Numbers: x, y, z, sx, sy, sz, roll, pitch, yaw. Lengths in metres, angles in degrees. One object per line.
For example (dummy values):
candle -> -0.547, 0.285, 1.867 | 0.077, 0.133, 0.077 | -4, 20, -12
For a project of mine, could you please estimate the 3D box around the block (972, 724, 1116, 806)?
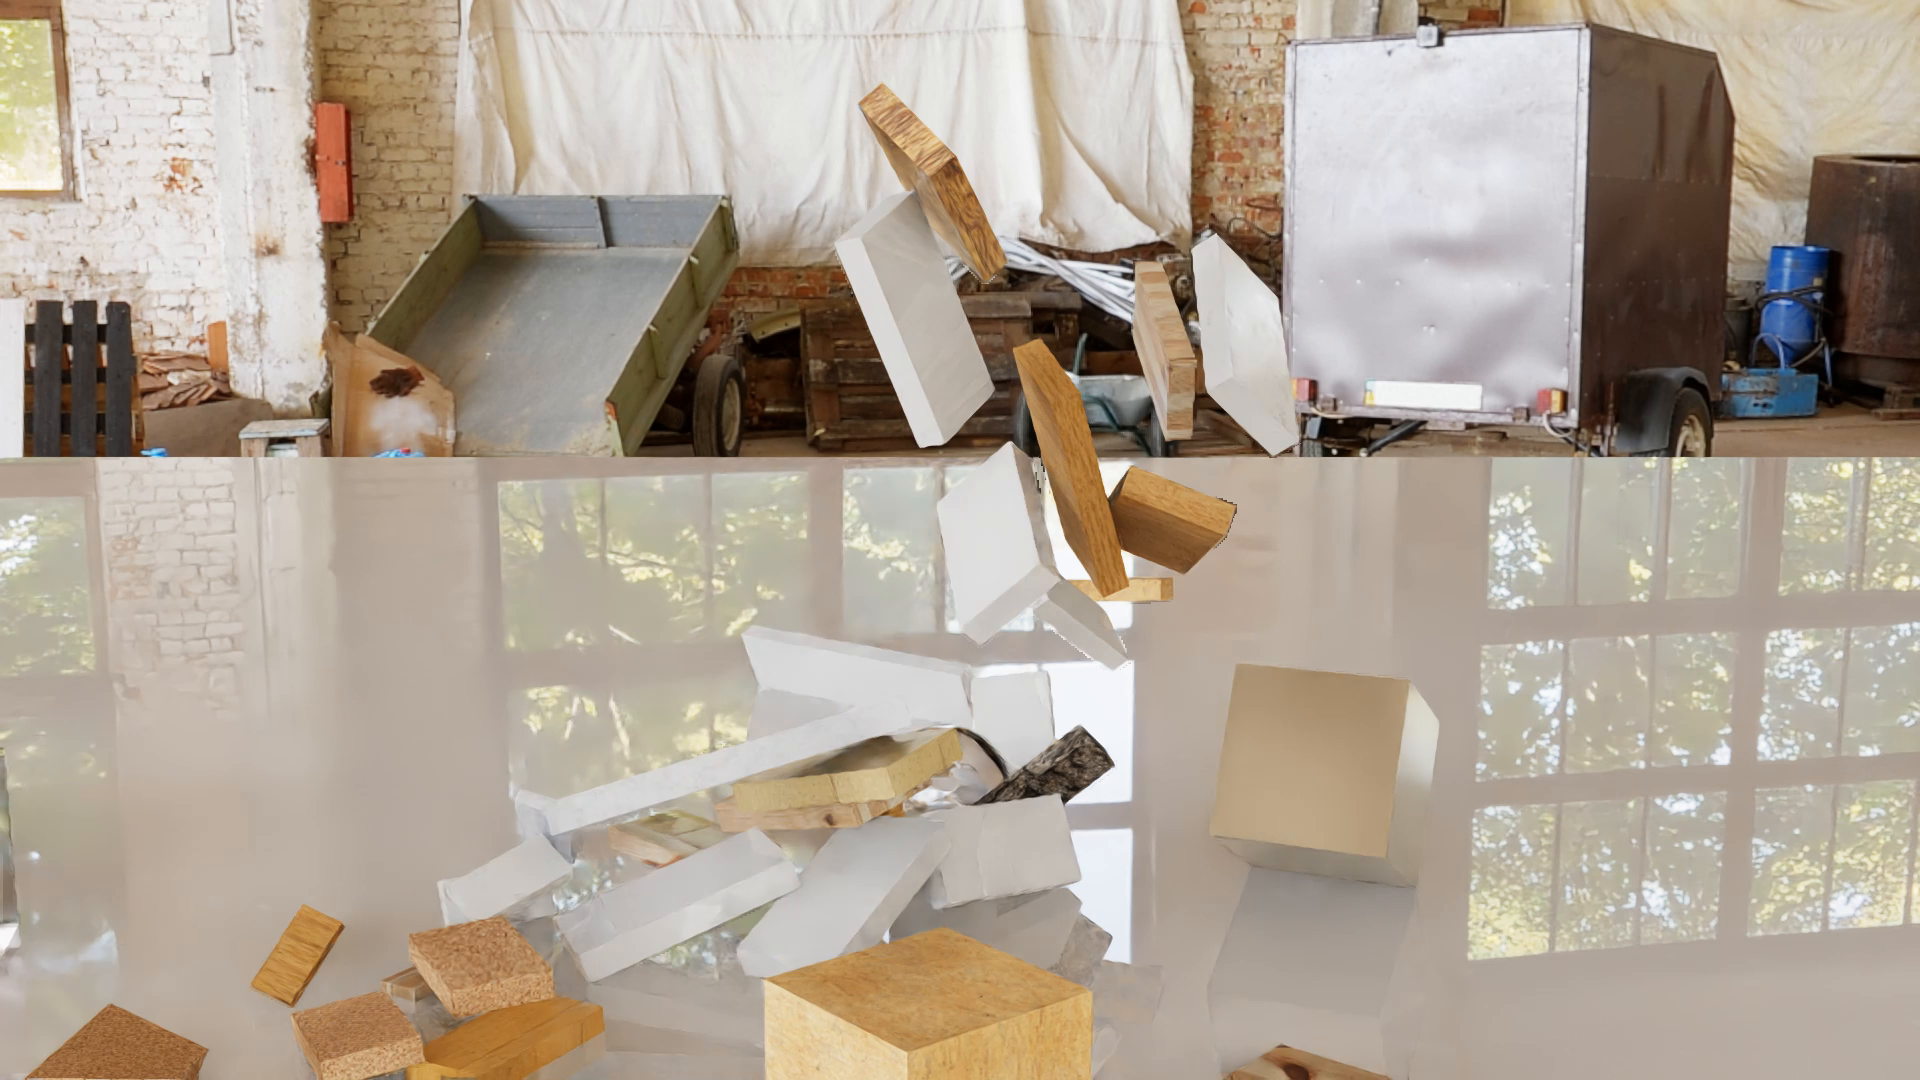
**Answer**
block -> 0.141, 0.431, 3.825 | 0.035, 0.250, 0.125 | 55, 5, 38

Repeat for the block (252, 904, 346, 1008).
block -> -0.969, 0.609, 3.222 | 0.068, 0.136, 0.019 | 22, -28, 12

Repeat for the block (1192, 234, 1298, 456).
block -> 0.459, -0.319, 3.556 | 0.050, 0.178, 0.356 | -30, 37, 28

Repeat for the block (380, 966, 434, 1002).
block -> -0.790, 0.652, 3.284 | 0.068, 0.019, 0.136 | 6, 12, 30

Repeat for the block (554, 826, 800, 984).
block -> -0.440, 0.561, 3.406 | 0.350, 0.050, 0.175 | -23, 18, -18

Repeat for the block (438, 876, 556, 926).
block -> -0.740, 0.573, 3.514 | 0.175, 0.087, 0.025 | -6, -12, -31

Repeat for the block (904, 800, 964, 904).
block -> -0.029, 0.523, 3.679 | 0.128, 0.128, 0.128 | 10, 14, 43

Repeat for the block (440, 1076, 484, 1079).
block -> -0.536, 0.729, 2.757 | 0.262, 0.037, 0.131 | 4, 14, 0

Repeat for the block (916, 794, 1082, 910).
block -> 0.063, 0.509, 3.610 | 0.299, 0.149, 0.042 | -2, -19, -42

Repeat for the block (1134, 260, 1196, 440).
block -> 0.393, -0.370, 4.257 | 0.050, 0.178, 0.356 | -5, 39, -4

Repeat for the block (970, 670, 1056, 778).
block -> 0.103, 0.384, 3.973 | 0.141, 0.283, 0.040 | -7, -14, 9

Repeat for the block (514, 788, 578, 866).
block -> -0.660, 0.460, 3.518 | 0.087, 0.175, 0.025 | 17, 57, 5

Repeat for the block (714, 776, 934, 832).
block -> -0.228, 0.420, 3.626 | 0.350, 0.050, 0.175 | -10, 10, 46

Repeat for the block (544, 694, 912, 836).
block -> -0.361, 0.350, 3.416 | 0.559, 0.049, 0.174 | -16, -4, -18

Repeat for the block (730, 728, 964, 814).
block -> -0.182, 0.369, 3.511 | 0.347, 0.049, 0.174 | -11, 10, 41

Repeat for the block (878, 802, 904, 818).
block -> -0.145, 0.488, 3.639 | 0.035, 0.125, 0.250 | 33, 24, -27

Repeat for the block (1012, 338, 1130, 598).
block -> 0.183, -0.114, 3.576 | 0.049, 0.416, 0.172 | -23, 40, -6

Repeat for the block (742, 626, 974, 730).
block -> -0.220, 0.299, 4.840 | 0.624, 0.141, 0.040 | 8, 36, 37

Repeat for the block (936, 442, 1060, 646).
block -> 0.058, 0.000, 3.600 | 0.049, 0.174, 0.347 | 38, 23, -29

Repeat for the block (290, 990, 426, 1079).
block -> -0.820, 0.675, 2.987 | 0.131, 0.037, 0.262 | -11, 7, -24

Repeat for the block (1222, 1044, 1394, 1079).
block -> 0.499, 0.727, 2.813 | 0.299, 0.042, 0.149 | 9, 14, 39

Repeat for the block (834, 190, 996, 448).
block -> -0.064, -0.333, 3.317 | 0.049, 0.344, 0.172 | -6, 28, 35

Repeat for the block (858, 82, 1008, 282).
block -> -0.037, -0.530, 3.286 | 0.172, 0.049, 0.344 | 48, -2, 23

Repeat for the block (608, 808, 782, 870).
block -> -0.464, 0.538, 3.836 | 0.149, 0.042, 0.299 | -10, 14, -43

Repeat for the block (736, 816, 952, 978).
block -> -0.174, 0.550, 3.387 | 0.175, 0.050, 0.350 | 1, 30, 31

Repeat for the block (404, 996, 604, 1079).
block -> -0.622, 0.691, 3.021 | 0.131, 0.037, 0.262 | 6, 12, 28

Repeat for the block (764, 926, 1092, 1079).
block -> -0.039, 0.652, 2.587 | 0.273, 0.273, 0.273 | -9, 14, -39

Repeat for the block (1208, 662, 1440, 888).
block -> 0.612, 0.394, 3.661 | 0.288, 0.288, 0.288 | 5, -16, 23

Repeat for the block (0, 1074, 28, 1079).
block -> -1.234, 0.725, 2.890 | 0.136, 0.019, 0.068 | -1, 11, -4

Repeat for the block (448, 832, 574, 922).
block -> -0.703, 0.535, 3.445 | 0.175, 0.025, 0.087 | -28, 58, -36

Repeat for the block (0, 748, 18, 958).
block -> -1.620, 0.504, 3.330 | 0.293, 0.293, 0.293 | -2, 11, -13

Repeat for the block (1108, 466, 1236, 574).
block -> 0.330, -0.030, 3.651 | 0.178, 0.050, 0.356 | 22, -12, 0

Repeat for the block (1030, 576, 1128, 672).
block -> 0.189, 0.121, 3.782 | 0.250, 0.035, 0.125 | 37, 22, -43

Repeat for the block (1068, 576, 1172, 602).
block -> 0.251, 0.095, 4.167 | 0.283, 0.040, 0.141 | -2, 0, 14

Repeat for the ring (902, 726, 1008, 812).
ring -> -0.044, 0.435, 3.841 | 0.265, 0.265, 0.088 | -2, 37, -13

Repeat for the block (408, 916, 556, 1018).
block -> -0.704, 0.622, 3.220 | 0.145, 0.041, 0.291 | -8, 10, -24

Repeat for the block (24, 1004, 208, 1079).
block -> -1.092, 0.697, 2.814 | 0.145, 0.041, 0.291 | 26, 11, -2
